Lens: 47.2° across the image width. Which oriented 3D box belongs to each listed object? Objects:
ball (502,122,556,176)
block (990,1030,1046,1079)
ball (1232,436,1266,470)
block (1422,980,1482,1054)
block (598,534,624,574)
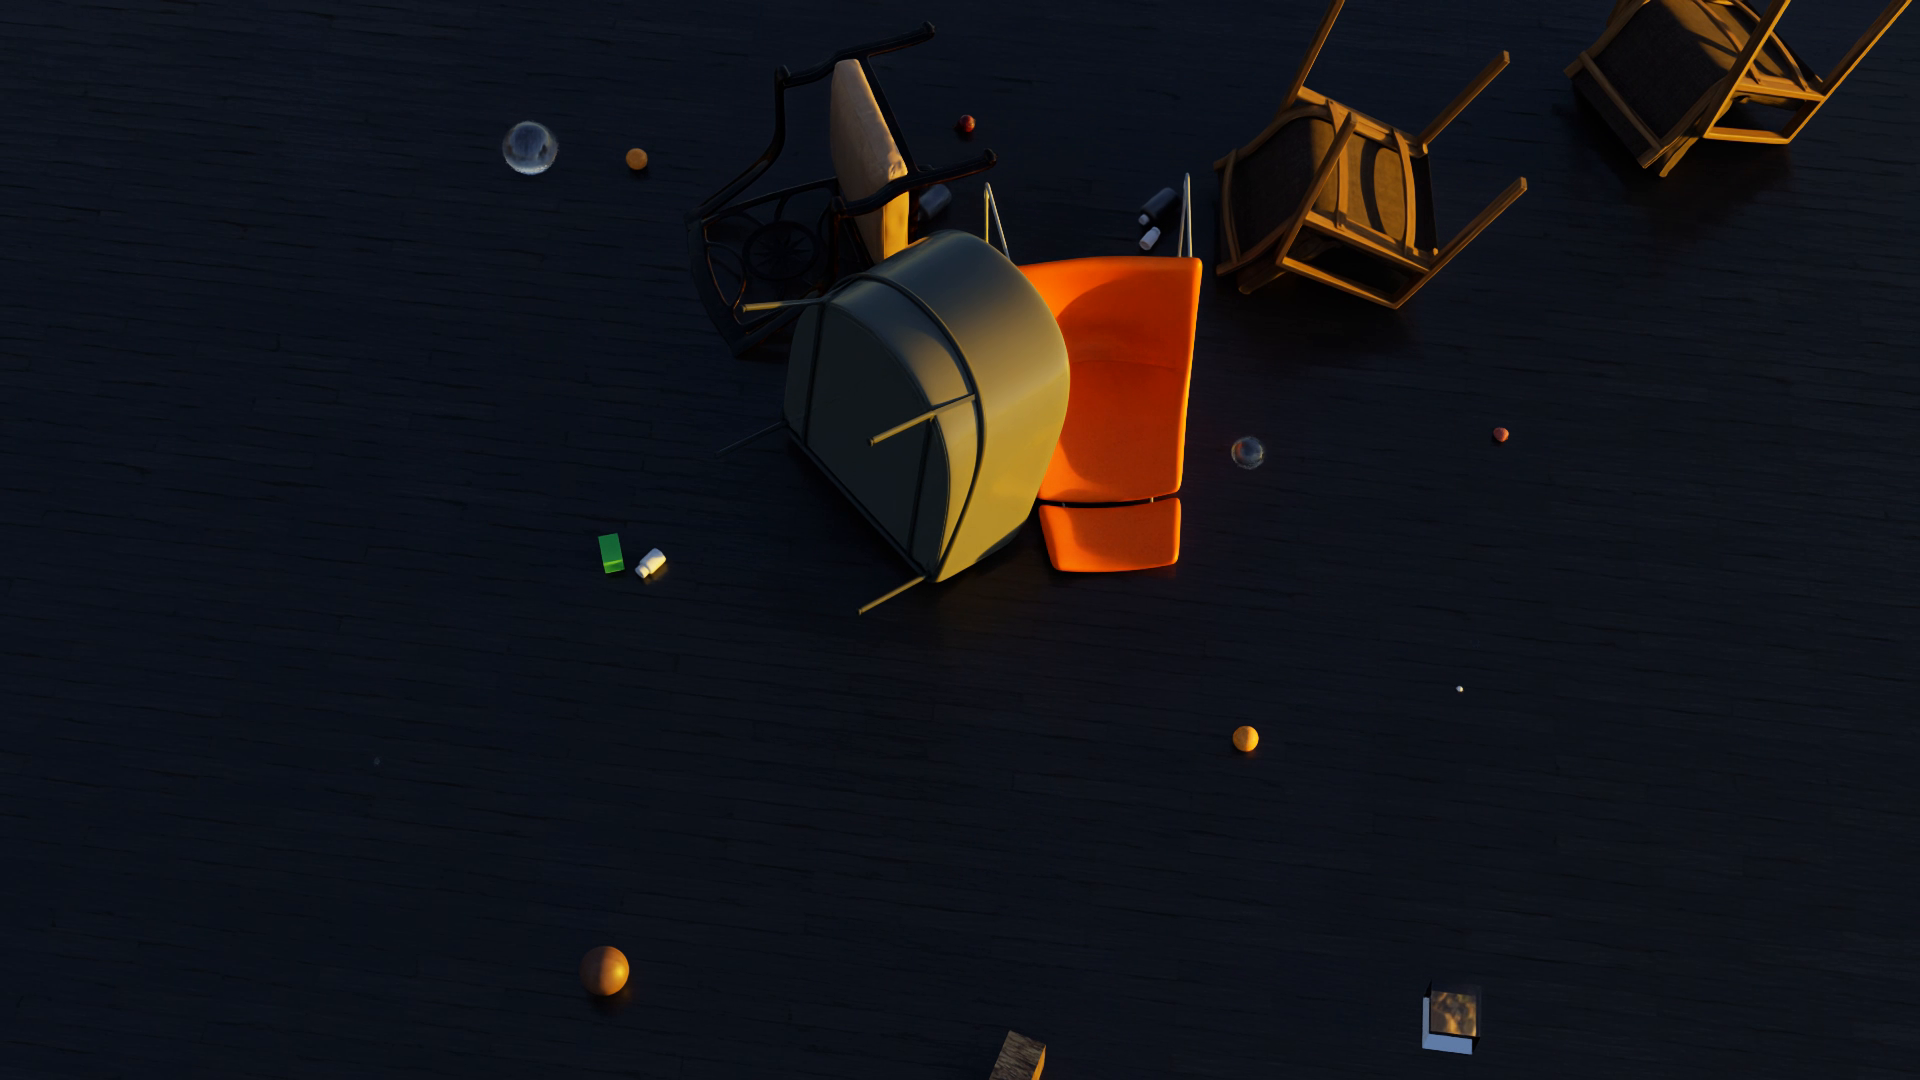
[{"bbox_3d":[-1.436,-1.308,7.345,0.177,0.177,0.177,0,56,0],"label":"ball"},{"bbox_3d":[0.127,1.386,5.551,0.098,0.154,0.231,19,58,12],"label":"block"},{"bbox_3d":[0.878,-0.266,6.692,0.099,0.099,0.099,0,56,0],"label":"ball"},{"bbox_3d":[1.269,1.231,5.675,0.128,0.122,0.141,7,56,4],"label":"block"},{"bbox_3d":[-1.032,0.039,6.515,0.058,0.055,0.097,-12,57,-8],"label":"block"}]
